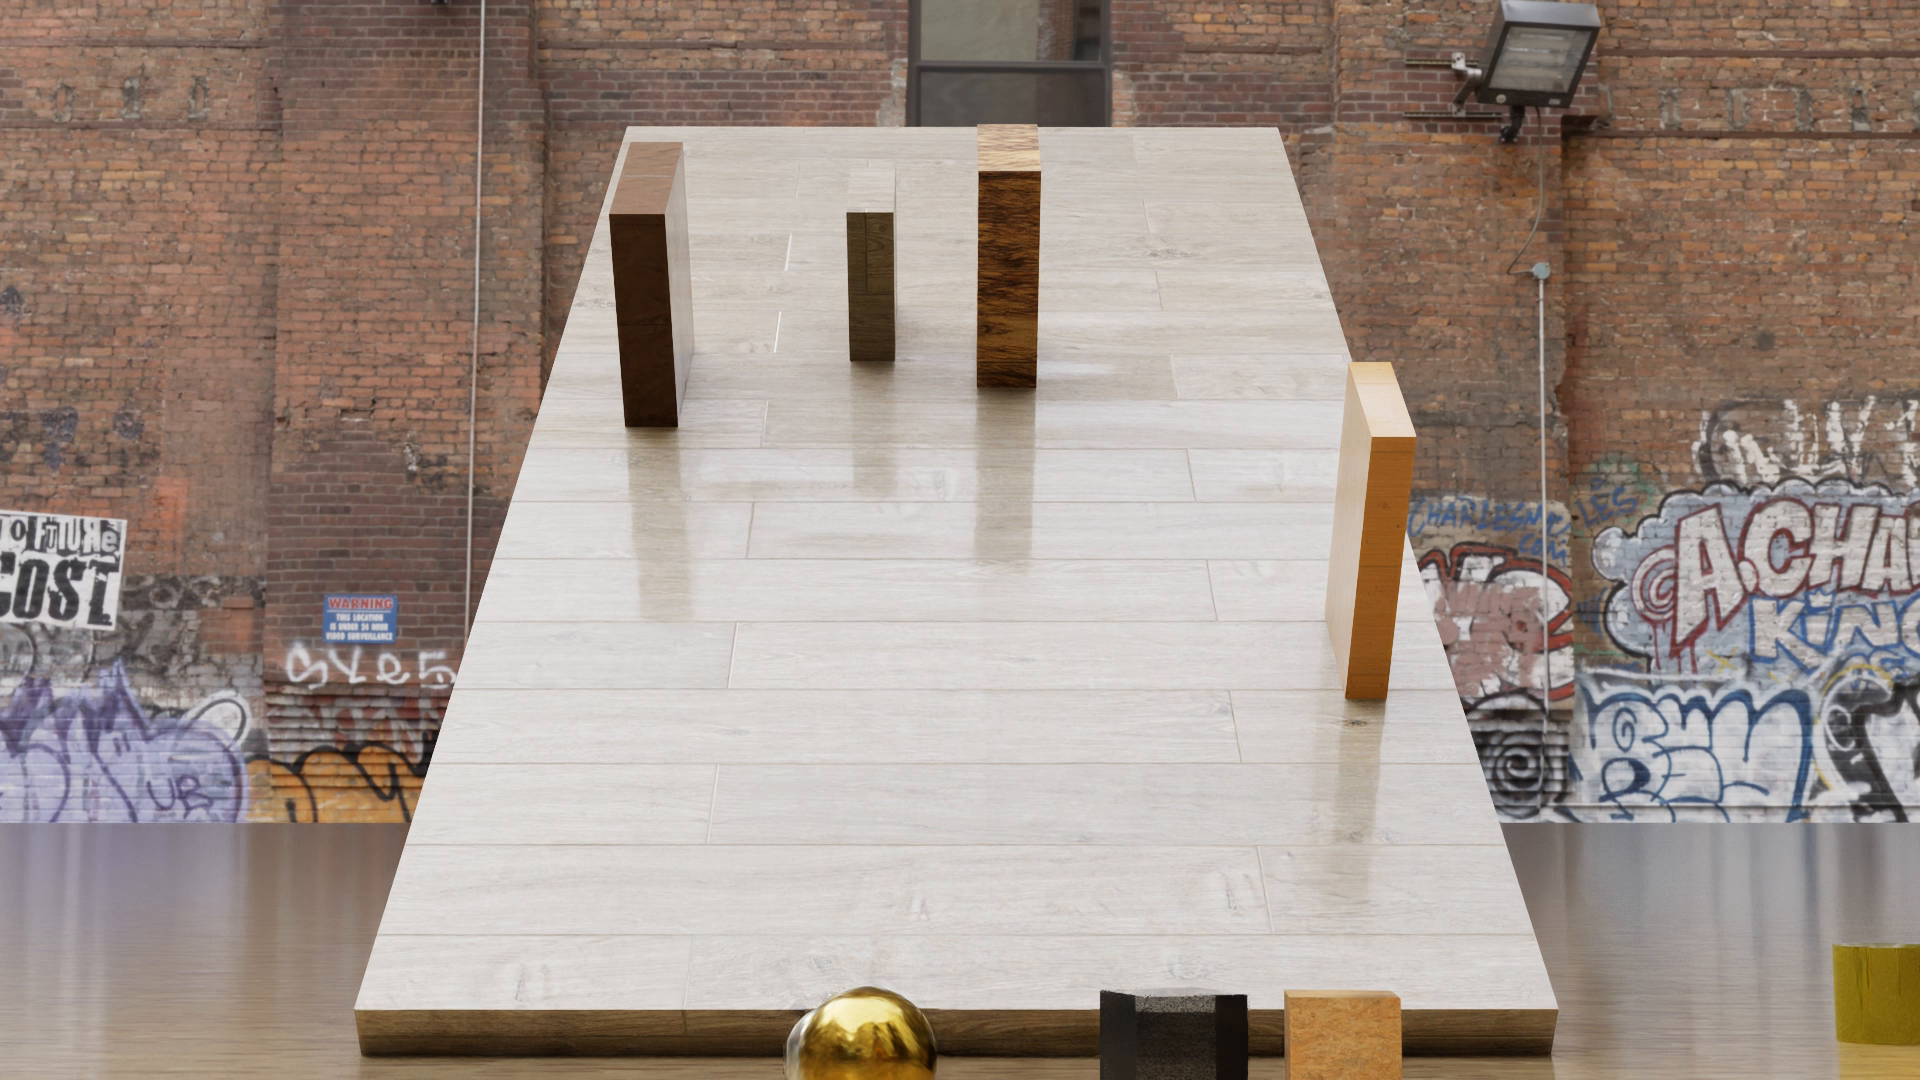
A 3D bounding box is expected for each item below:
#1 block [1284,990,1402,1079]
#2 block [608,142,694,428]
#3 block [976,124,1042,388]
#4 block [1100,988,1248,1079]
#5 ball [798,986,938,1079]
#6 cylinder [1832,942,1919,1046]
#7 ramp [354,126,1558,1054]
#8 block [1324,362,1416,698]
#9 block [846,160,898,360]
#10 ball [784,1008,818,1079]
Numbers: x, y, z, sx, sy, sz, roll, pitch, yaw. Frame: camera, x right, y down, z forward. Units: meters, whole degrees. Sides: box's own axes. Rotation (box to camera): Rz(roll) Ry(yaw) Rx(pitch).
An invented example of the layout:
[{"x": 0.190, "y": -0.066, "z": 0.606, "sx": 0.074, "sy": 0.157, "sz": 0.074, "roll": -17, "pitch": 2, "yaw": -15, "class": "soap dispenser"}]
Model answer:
[{"x": 0.533, "y": 0.710, "z": 3.390, "sx": 0.151, "sy": 0.151, "sz": 0.151, "roll": -1, "pitch": -7, "yaw": 5, "class": "block"}, {"x": -0.735, "y": -0.617, "z": 5.832, "sx": 0.127, "sy": 0.547, "sz": 0.440, "roll": 0, "pitch": 31, "yaw": 0, "class": "block"}, {"x": 0.115, "y": -0.695, "z": 5.948, "sx": 0.147, "sy": 0.568, "sz": 0.300, "roll": 0, "pitch": 31, "yaw": 0, "class": "block"}, {"x": 0.298, "y": 0.709, "z": 3.391, "sx": 0.153, "sy": 0.153, "sz": 0.153, "roll": 3, "pitch": -7, "yaw": -21, "class": "block"}, {"x": -0.119, "y": 0.666, "z": 3.126, "sx": 0.179, "sy": 0.179, "sz": 0.179, "roll": 0, "pitch": -6, "yaw": 0, "class": "ball"}, {"x": 1.649, "y": 0.809, "z": 4.334, "sx": 0.169, "sy": 0.169, "sz": 0.169, "roll": 0, "pitch": -6, "yaw": 0, "class": "cylinder"}, {"x": -0.014, "y": -0.203, "z": 5.774, "sx": 2.000, "sy": 0.100, "sz": 4.000, "roll": 0, "pitch": 31, "yaw": 0, "class": "ramp"}, {"x": 0.805, "y": -0.018, "z": 4.796, "sx": 0.083, "sy": 0.590, "sz": 0.308, "roll": 0, "pitch": 31, "yaw": 0, "class": "block"}, {"x": -0.220, "y": -0.706, "z": 6.127, "sx": 0.114, "sy": 0.401, "sz": 0.329, "roll": 0, "pitch": 31, "yaw": 0, "class": "block"}, {"x": -0.167, "y": 0.703, "z": 3.298, "sx": 0.144, "sy": 0.144, "sz": 0.144, "roll": 0, "pitch": -6, "yaw": 0, "class": "ball"}]
